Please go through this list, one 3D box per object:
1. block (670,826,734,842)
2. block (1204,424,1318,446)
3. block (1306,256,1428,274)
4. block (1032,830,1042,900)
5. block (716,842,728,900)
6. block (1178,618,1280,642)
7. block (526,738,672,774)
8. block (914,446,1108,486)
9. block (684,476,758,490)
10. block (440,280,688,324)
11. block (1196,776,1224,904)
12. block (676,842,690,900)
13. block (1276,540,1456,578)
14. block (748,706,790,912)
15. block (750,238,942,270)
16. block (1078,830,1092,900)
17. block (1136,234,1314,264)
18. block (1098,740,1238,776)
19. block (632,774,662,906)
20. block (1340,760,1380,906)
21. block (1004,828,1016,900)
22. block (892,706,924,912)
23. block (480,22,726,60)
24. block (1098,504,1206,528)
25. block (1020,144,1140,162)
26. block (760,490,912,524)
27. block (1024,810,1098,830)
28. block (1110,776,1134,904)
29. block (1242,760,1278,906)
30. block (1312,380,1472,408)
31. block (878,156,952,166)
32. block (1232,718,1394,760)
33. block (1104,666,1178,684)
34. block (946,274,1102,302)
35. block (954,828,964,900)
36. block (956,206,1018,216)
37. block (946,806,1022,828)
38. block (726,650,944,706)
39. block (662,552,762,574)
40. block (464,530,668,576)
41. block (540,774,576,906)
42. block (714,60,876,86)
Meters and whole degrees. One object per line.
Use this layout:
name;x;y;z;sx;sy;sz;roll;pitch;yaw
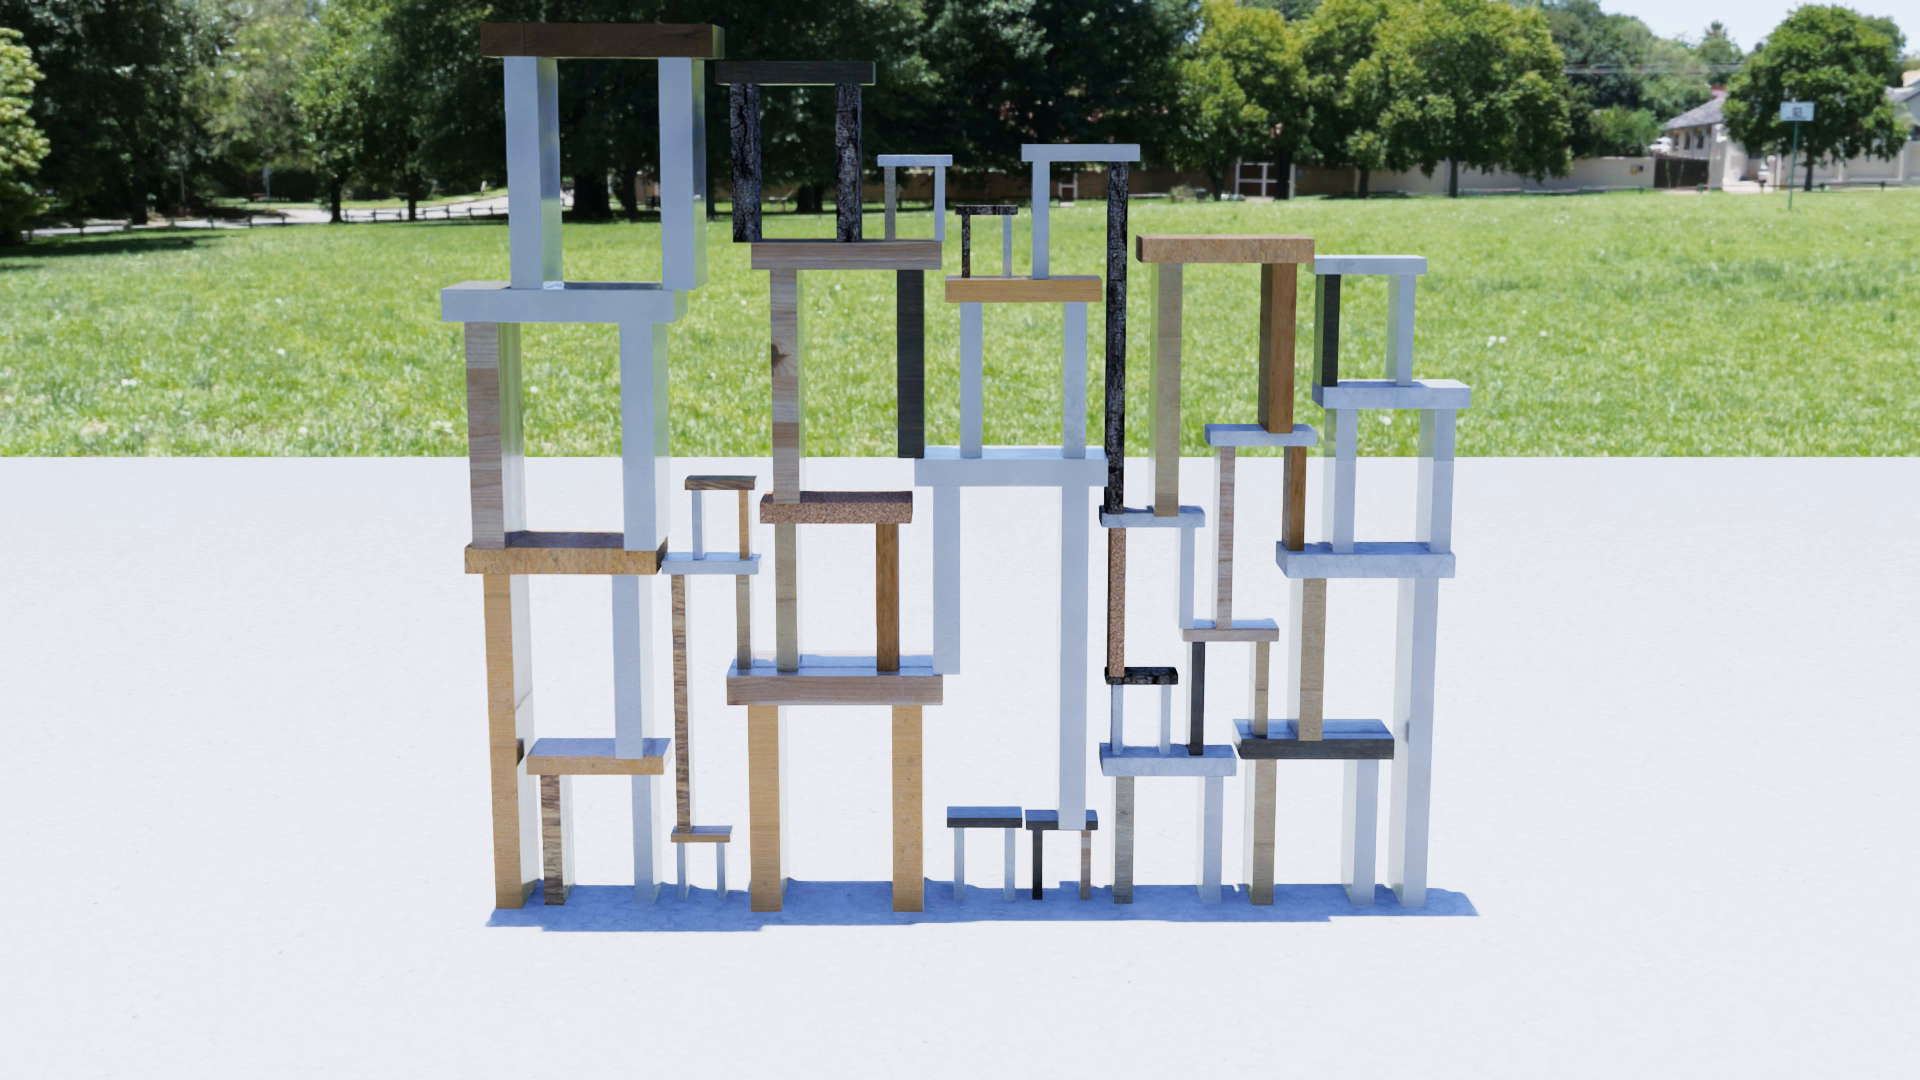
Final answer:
block;-0.428;0.487;3.646;0.098;0.014;0.049;0;11;0
block;0.482;-0.169;3.532;0.170;0.024;0.085;0;11;0
block;0.642;-0.436;3.483;0.176;0.025;0.088;0;11;0
block;0.128;0.531;3.658;0.017;0.120;0.060;0;11;0
block;-0.395;0.543;3.656;0.014;0.098;0.049;0;11;0
block;0.438;0.147;3.590;0.156;0.022;0.078;0;11;0
block;-0.593;0.356;3.625;0.222;0.031;0.111;0;11;0
block;0.081;-0.120;3.534;0.305;0.043;0.153;0;11;0
block;-0.384;-0.092;3.544;0.112;0.016;0.056;0;11;0
block;-0.622;-0.378;3.484;0.359;0.051;0.180;0;11;0
block;0.414;0.482;3.654;0.031;0.218;0.109;0;11;0
block;-0.460;0.543;3.656;0.014;0.098;0.049;0;11;0
block;0.654;0.030;3.563;0.267;0.038;0.134;0;11;0
block;-0.316;0.420;3.637;0.049;0.347;0.173;0;11;0
block;-0.176;-0.453;3.479;0.295;0.042;0.148;0;11;0
block;0.208;0.531;3.658;0.017;0.120;0.060;0;11;0
block;0.416;-0.460;3.474;0.266;0.038;0.133;0;11;0
block;0.342;0.360;3.631;0.218;0.031;0.109;0;11;0
block;-0.519;0.481;3.648;0.031;0.222;0.111;0;11;0
block;0.663;0.467;3.650;0.035;0.248;0.124;0;11;0
block;0.082;0.529;3.655;0.018;0.125;0.063;0;11;0
block;-0.085;0.420;3.637;0.049;0.347;0.173;0;11;0
block;-0.549;-0.772;3.411;0.351;0.050;0.176;0;11;0
block;0.310;-0.039;3.556;0.166;0.023;0.083;0;11;0
block;0.187;-0.607;3.442;0.182;0.026;0.091;0;11;0
block;-0.198;-0.053;3.552;0.241;0.034;0.121;0;11;0
block;0.168;0.464;3.646;0.120;0.017;0.060;0;11;0
block;0.269;0.482;3.654;0.031;0.218;0.109;0;11;0
block;0.497;0.467;3.650;0.035;0.248;0.124;0;11;0
block;0.689;-0.234;3.520;0.232;0.033;0.116;0;11;0
block;-0.070;-0.594;3.446;0.116;0.016;0.058;0;10;0
block;0.580;0.328;3.625;0.248;0.035;0.124;0;11;0
block;0.297;0.222;3.602;0.117;0.017;0.059;0;11;0
block;0.099;-0.398;3.481;0.245;0.035;0.122;0;11;0
block;-0.001;0.529;3.655;0.018;0.125;0.063;0;11;0
block;0.042;-0.520;3.468;0.098;0.014;0.049;0;11;1
block;0.040;0.459;3.642;0.125;0.018;0.063;0;11;0
block;-0.200;0.225;3.601;0.346;0.049;0.173;0;11;0
block;-0.401;0.037;3.565;0.156;0.022;0.078;0;11;0
block;-0.635;0.020;3.566;0.304;0.043;0.152;0;11;0
block;-0.667;0.481;3.648;0.031;0.222;0.111;0;11;0
block;-0.254;-0.726;3.422;0.241;0.034;0.121;0;11;0
